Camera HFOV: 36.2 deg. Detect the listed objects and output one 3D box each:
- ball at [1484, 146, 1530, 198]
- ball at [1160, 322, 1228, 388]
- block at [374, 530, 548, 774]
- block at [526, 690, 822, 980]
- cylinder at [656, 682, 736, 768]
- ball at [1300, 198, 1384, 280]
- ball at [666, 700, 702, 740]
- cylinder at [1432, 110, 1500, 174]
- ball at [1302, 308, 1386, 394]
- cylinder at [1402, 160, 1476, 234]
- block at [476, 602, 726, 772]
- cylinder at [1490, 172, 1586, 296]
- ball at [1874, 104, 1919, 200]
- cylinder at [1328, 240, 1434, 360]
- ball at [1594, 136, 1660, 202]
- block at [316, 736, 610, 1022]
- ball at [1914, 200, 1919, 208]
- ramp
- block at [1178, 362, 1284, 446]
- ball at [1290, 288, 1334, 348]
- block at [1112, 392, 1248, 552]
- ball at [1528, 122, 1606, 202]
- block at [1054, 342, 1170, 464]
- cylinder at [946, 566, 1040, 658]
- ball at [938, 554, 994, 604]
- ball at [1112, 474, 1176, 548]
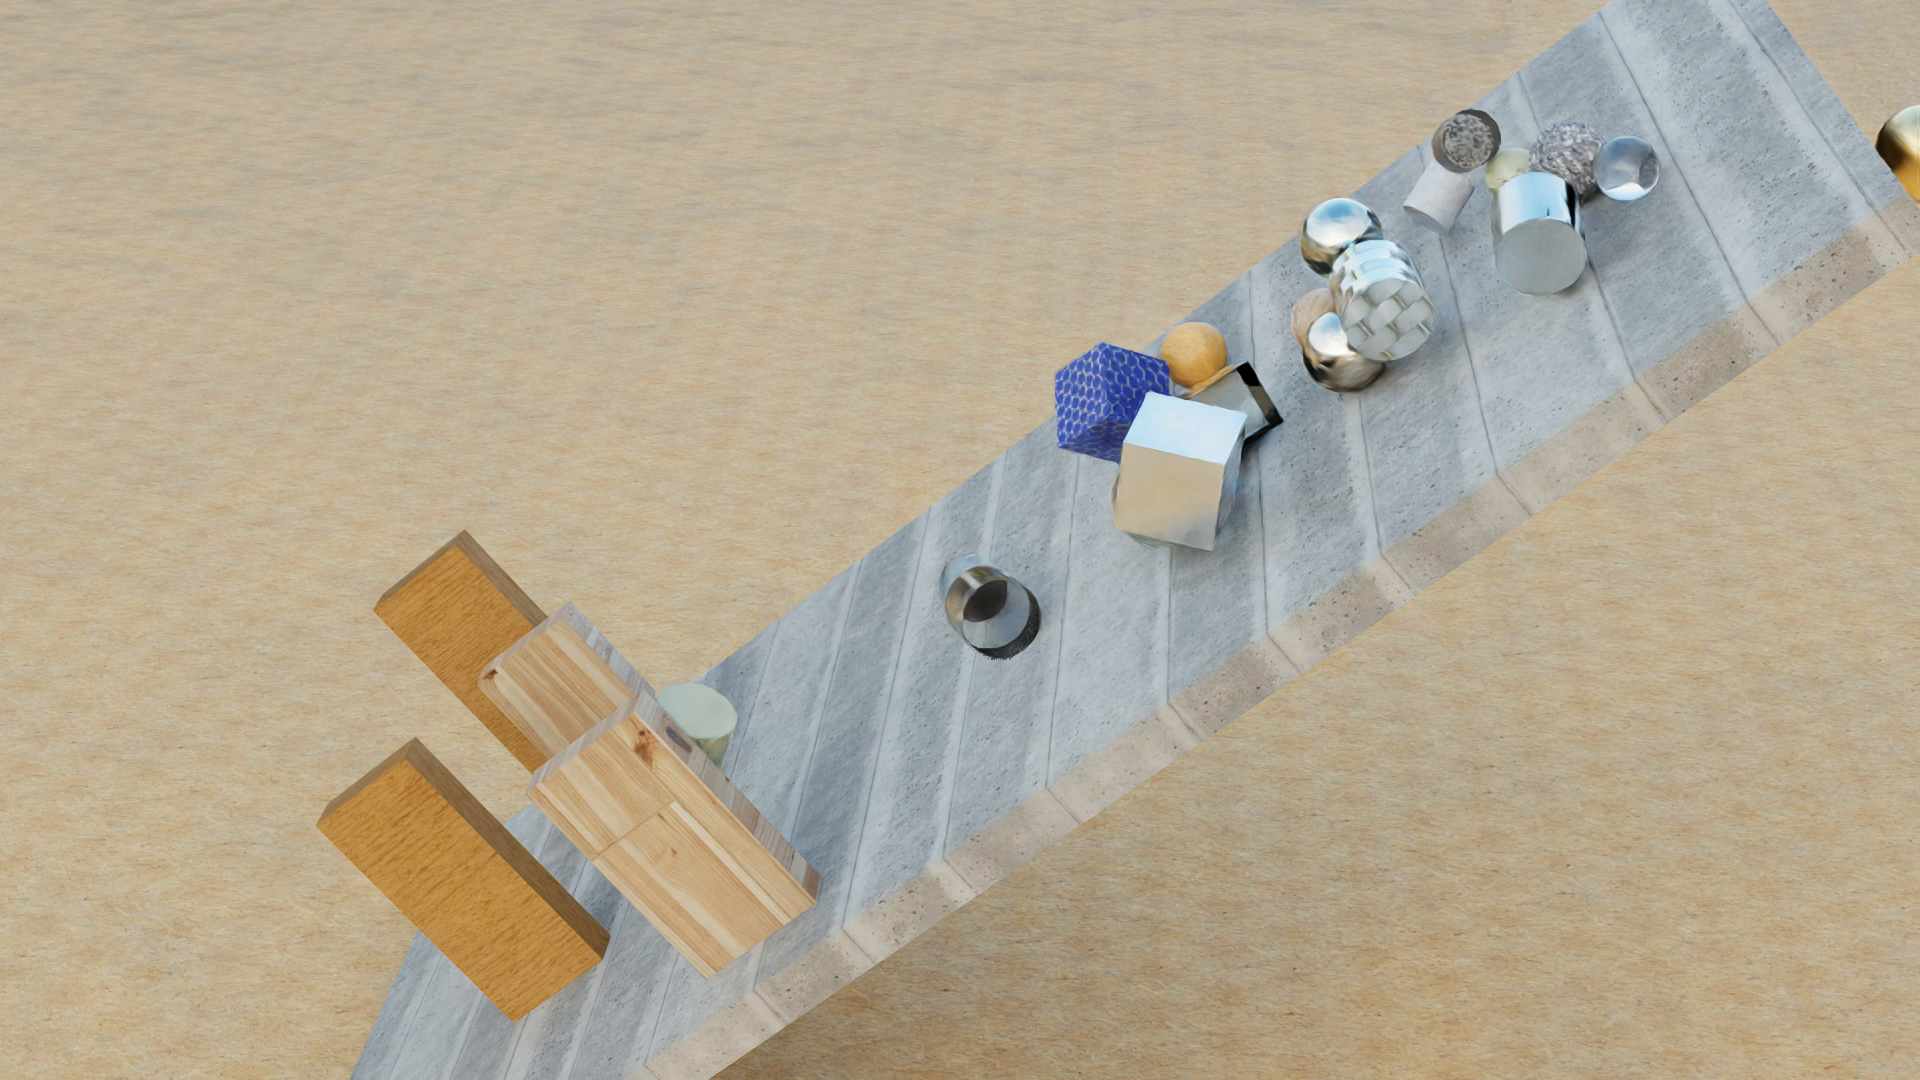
[{"bbox_3d":[1.133,-0.748,6.033,0.117,0.117,0.117,0,24,0],"label":"ball"},{"bbox_3d":[0.520,-0.410,6.524,0.151,0.151,0.151,0,24,0],"label":"ball"},{"bbox_3d":[-1.117,0.329,7.395,0.288,0.709,0.098,-36,16,18],"label":"block"},{"bbox_3d":[-0.555,0.578,5.731,0.292,0.527,0.093,-36,16,18],"label":"block"},{"bbox_3d":[-0.547,0.402,5.871,0.166,0.166,0.166,15,34,-10],"label":"cylinder"},{"bbox_3d":[0.768,-0.604,5.924,0.169,0.169,0.169,0,24,0],"label":"ball"},{"bbox_3d":[-0.698,0.462,7.074,0.154,0.154,0.154,0,24,0],"label":"ball"},{"bbox_3d":[1.037,-0.817,6.028,0.117,0.117,0.117,-1,1,-2],"label":"cylinder"},{"bbox_3d":[0.762,-0.376,5.822,0.169,0.169,0.169,0,24,0],"label":"ball"},{"bbox_3d":[1.007,-0.720,6.187,0.111,0.111,0.111,32,-3,2],"label":"cylinder"},{"bbox_3d":[-0.825,0.425,6.770,0.274,0.534,0.090,-36,16,18],"label":"block"},{"bbox_3d":[1.075,-0.570,5.473,0.167,0.167,0.167,2,37,5],"label":"cylinder"},{"bbox_3d":[1.798,-0.723,5.487,0.179,0.179,0.179,0,24,0],"label":"ball"},{"bbox_3d":[0.806,-0.460,5.639,0.174,0.174,0.174,-1,31,-3],"label":"cylinder"},{"bbox_3d":[1.267,-0.706,5.589,0.125,0.125,0.125,0,24,0],"label":"ball"},{"bbox_3d":[-1.068,0.737,6.348,0.267,0.621,0.098,-36,16,18],"label":"block"},{"bbox_3d":[2.053,-0.745,6.580,0.176,0.176,0.176,0,24,0],"label":"ball"},{"bbox_3d":[0.118,0.187,6.345,4.000,0.100,2.000,-36,16,18],"label":"ramp"},{"bbox_3d":[0.544,-0.263,6.003,0.143,0.143,0.143,-32,6,-11],"label":"block"},{"bbox_3d":[0.755,-0.451,6.095,0.141,0.141,0.141,0,24,0],"label":"ball"},{"bbox_3d":[0.417,-0.131,5.574,0.194,0.194,0.194,13,35,12],"label":"block"},{"bbox_3d":[1.199,-0.743,5.786,0.160,0.160,0.160,0,24,0],"label":"ball"},{"bbox_3d":[0.334,-0.296,6.419,0.178,0.178,0.178,13,-28,-32],"label":"block"},{"bbox_3d":[0.067,0.148,6.077,0.165,0.165,0.165,-5,11,-11],"label":"cylinder"},{"bbox_3d":[0.021,0.098,6.376,0.136,0.136,0.136,0,24,0],"label":"ball"},{"bbox_3d":[0.397,-0.081,5.858,0.191,0.191,0.191,0,24,0],"label":"ball"}]
